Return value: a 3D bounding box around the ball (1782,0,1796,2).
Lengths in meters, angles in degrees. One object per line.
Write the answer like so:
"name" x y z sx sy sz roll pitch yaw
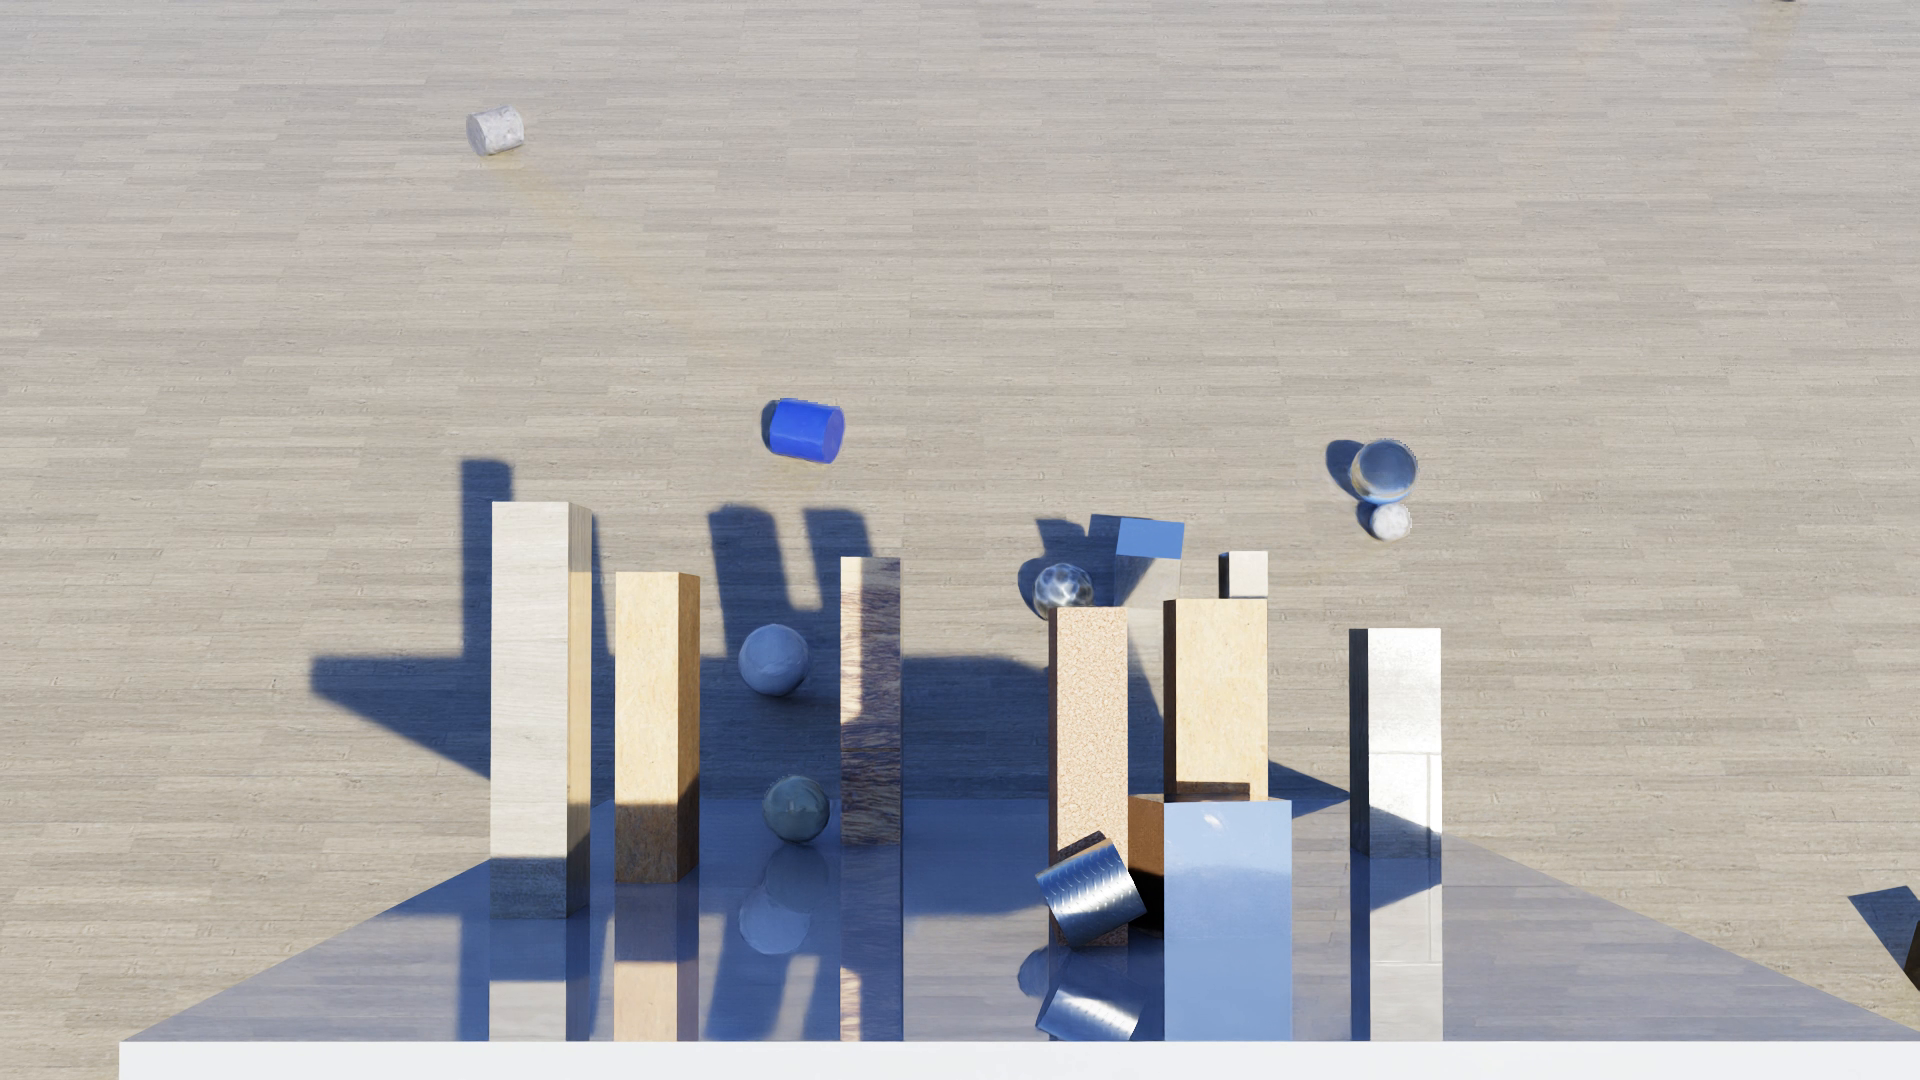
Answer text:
"ball" 3.580 -2.413 11.204 0.181 0.181 0.181 0 35 0

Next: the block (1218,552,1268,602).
"block" 0.676 0.347 6.209 0.089 0.631 0.266 0 -2 0

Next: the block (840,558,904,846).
"block" -0.187 0.341 5.586 0.124 0.601 0.317 0 -2 0

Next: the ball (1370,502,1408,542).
"ball" 1.310 -0.054 7.927 0.118 0.118 0.118 0 35 0

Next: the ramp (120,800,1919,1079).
"ramp" 0.078 0.667 4.847 2.000 0.100 4.000 0 -2 0

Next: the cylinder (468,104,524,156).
"cylinder" -1.795 -1.582 10.046 0.163 0.163 0.163 -22 41 -28

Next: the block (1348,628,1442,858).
"block" 0.878 0.405 5.253 0.141 0.451 0.259 0 -2 0

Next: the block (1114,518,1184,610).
"block" 0.560 0.072 7.686 0.189 0.189 0.189 5 36 6

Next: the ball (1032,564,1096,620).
"ball" 0.304 0.159 7.569 0.183 0.183 0.183 0 35 0

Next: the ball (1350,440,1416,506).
"ball" 1.315 -0.209 8.069 0.205 0.205 0.205 0 35 0

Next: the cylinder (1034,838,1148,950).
"cylinder" 0.185 0.497 3.655 0.118 0.118 0.118 -27 39 -1

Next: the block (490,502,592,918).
"block" -0.673 0.270 4.189 0.119 0.650 0.259 0 -2 0

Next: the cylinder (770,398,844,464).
"cylinder" -0.488 -0.345 8.284 0.180 0.180 0.180 12 37 16

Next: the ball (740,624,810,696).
"ball" -0.520 0.337 7.302 0.201 0.201 0.201 0 35 0

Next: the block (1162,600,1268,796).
"block" 0.406 0.345 4.156 0.141 0.498 0.261 0 -2 0

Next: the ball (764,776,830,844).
"ball" -0.343 0.567 5.469 0.142 0.142 0.142 0 35 0

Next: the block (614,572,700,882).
"block" -0.558 0.340 4.823 0.111 0.553 0.391 0 -2 0

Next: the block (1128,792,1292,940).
"block" 0.367 0.486 3.900 0.199 0.199 0.199 1 -2 -15

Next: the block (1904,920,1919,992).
"block" 2.443 1.035 6.340 0.172 0.172 0.172 -8 36 -12

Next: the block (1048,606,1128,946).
"block" 0.190 0.344 3.908 0.100 0.483 0.377 0 -2 0
